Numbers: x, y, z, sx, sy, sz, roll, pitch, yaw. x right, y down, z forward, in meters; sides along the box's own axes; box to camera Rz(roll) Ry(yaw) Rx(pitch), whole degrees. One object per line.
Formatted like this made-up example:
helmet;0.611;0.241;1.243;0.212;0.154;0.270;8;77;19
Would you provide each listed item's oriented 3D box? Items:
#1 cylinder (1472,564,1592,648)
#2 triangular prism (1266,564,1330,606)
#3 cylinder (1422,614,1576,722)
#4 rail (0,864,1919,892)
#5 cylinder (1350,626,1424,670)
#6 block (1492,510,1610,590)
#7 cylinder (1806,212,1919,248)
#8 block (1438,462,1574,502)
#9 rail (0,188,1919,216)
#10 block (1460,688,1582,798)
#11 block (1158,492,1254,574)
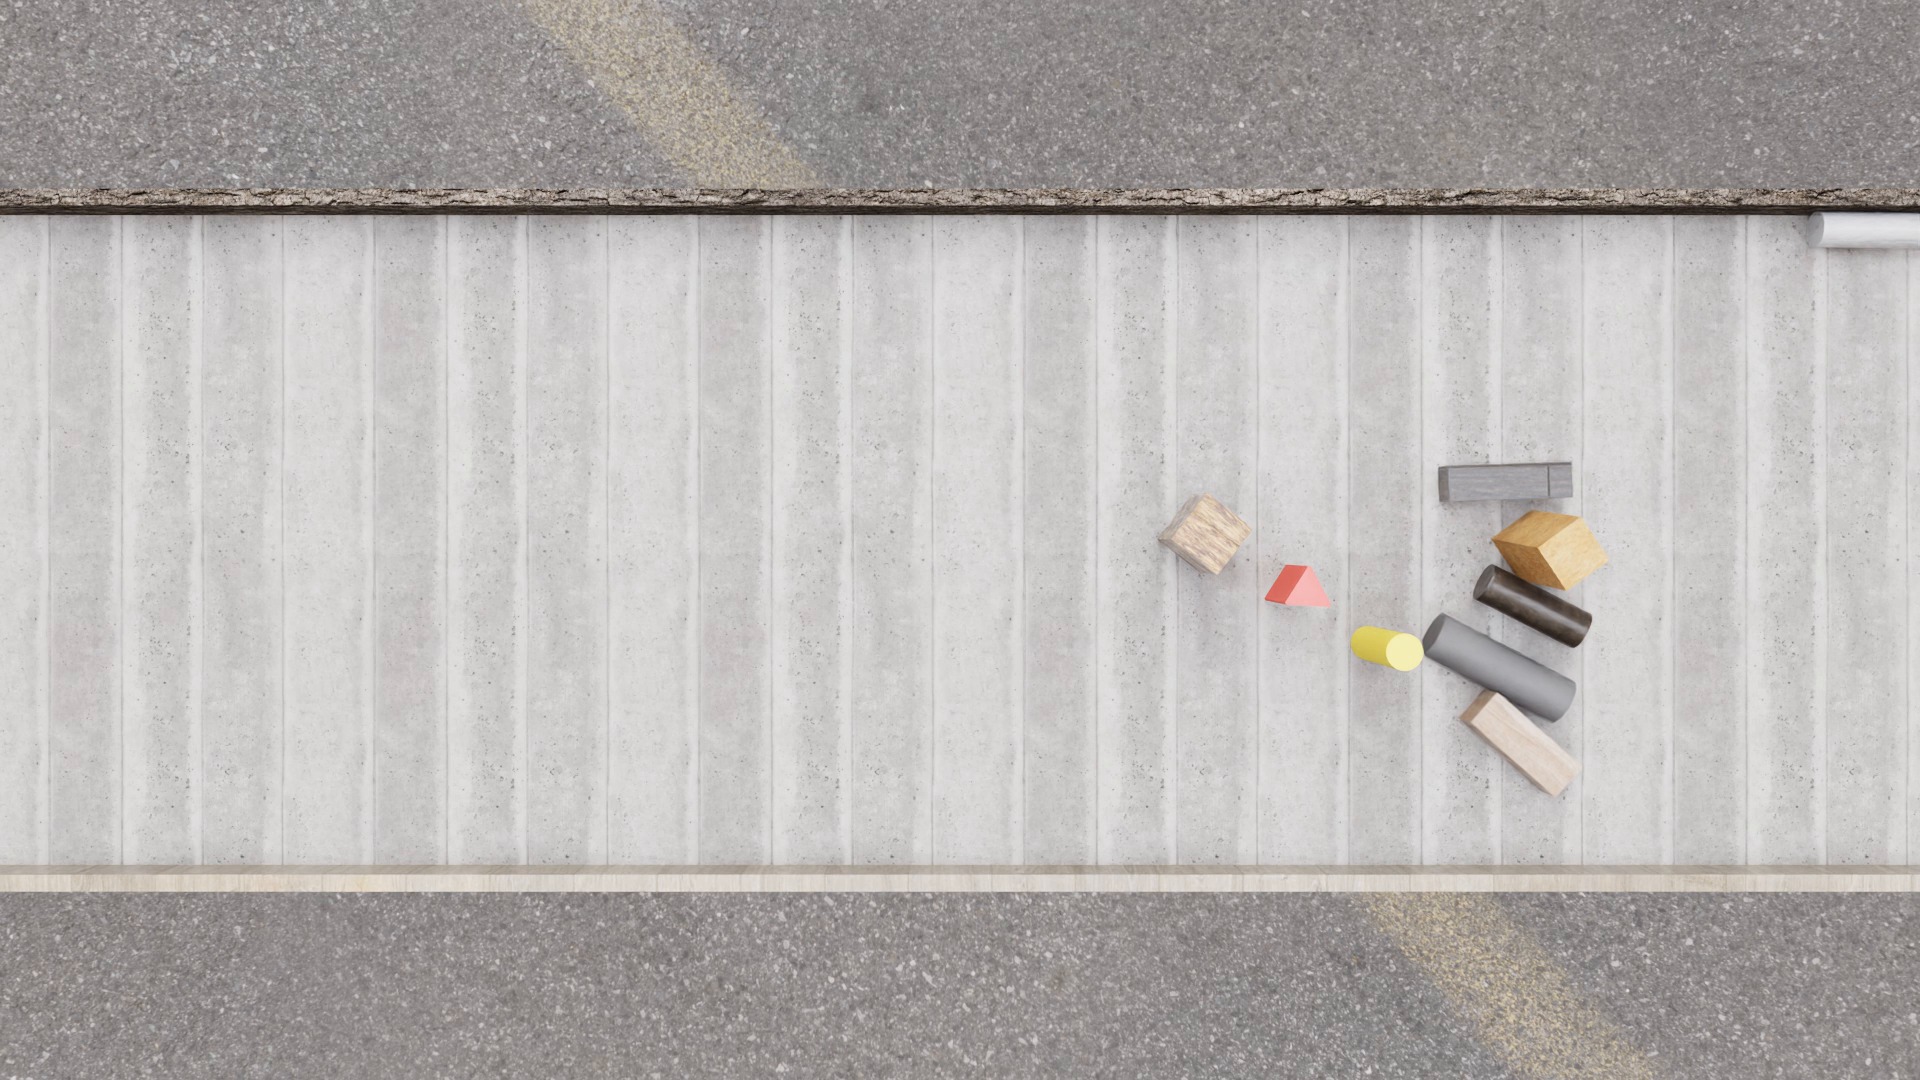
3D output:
cylinder;1.740;0.201;5.017;0.331;0.120;0.120;27;90;0
triangular prism;1.005;0.130;4.913;0.129;0.327;0.112;3;90;0
cylinder;1.632;0.387;5.006;0.446;0.141;0.141;28;90;0
rail;-2.247;1.025;5.001;12.000;0.150;0.050;0;90;0
cylinder;1.255;0.317;4.866;0.105;0.421;0.105;0;90;0
block;1.745;0.027;4.892;0.153;0.357;0.153;-35;95;0
cylinder;2.777;-0.944;5.022;0.346;0.109;0.109;1;90;0
block;1.659;-0.176;5.022;0.373;0.108;0.108;-2;90;0
rail;-2.247;-1.025;5.002;12.000;0.150;0.050;0;90;0
block;1.702;0.616;5.016;0.342;0.122;0.122;41;90;0
block;0.724;-0.018;4.906;0.168;0.341;0.168;38;90;0
